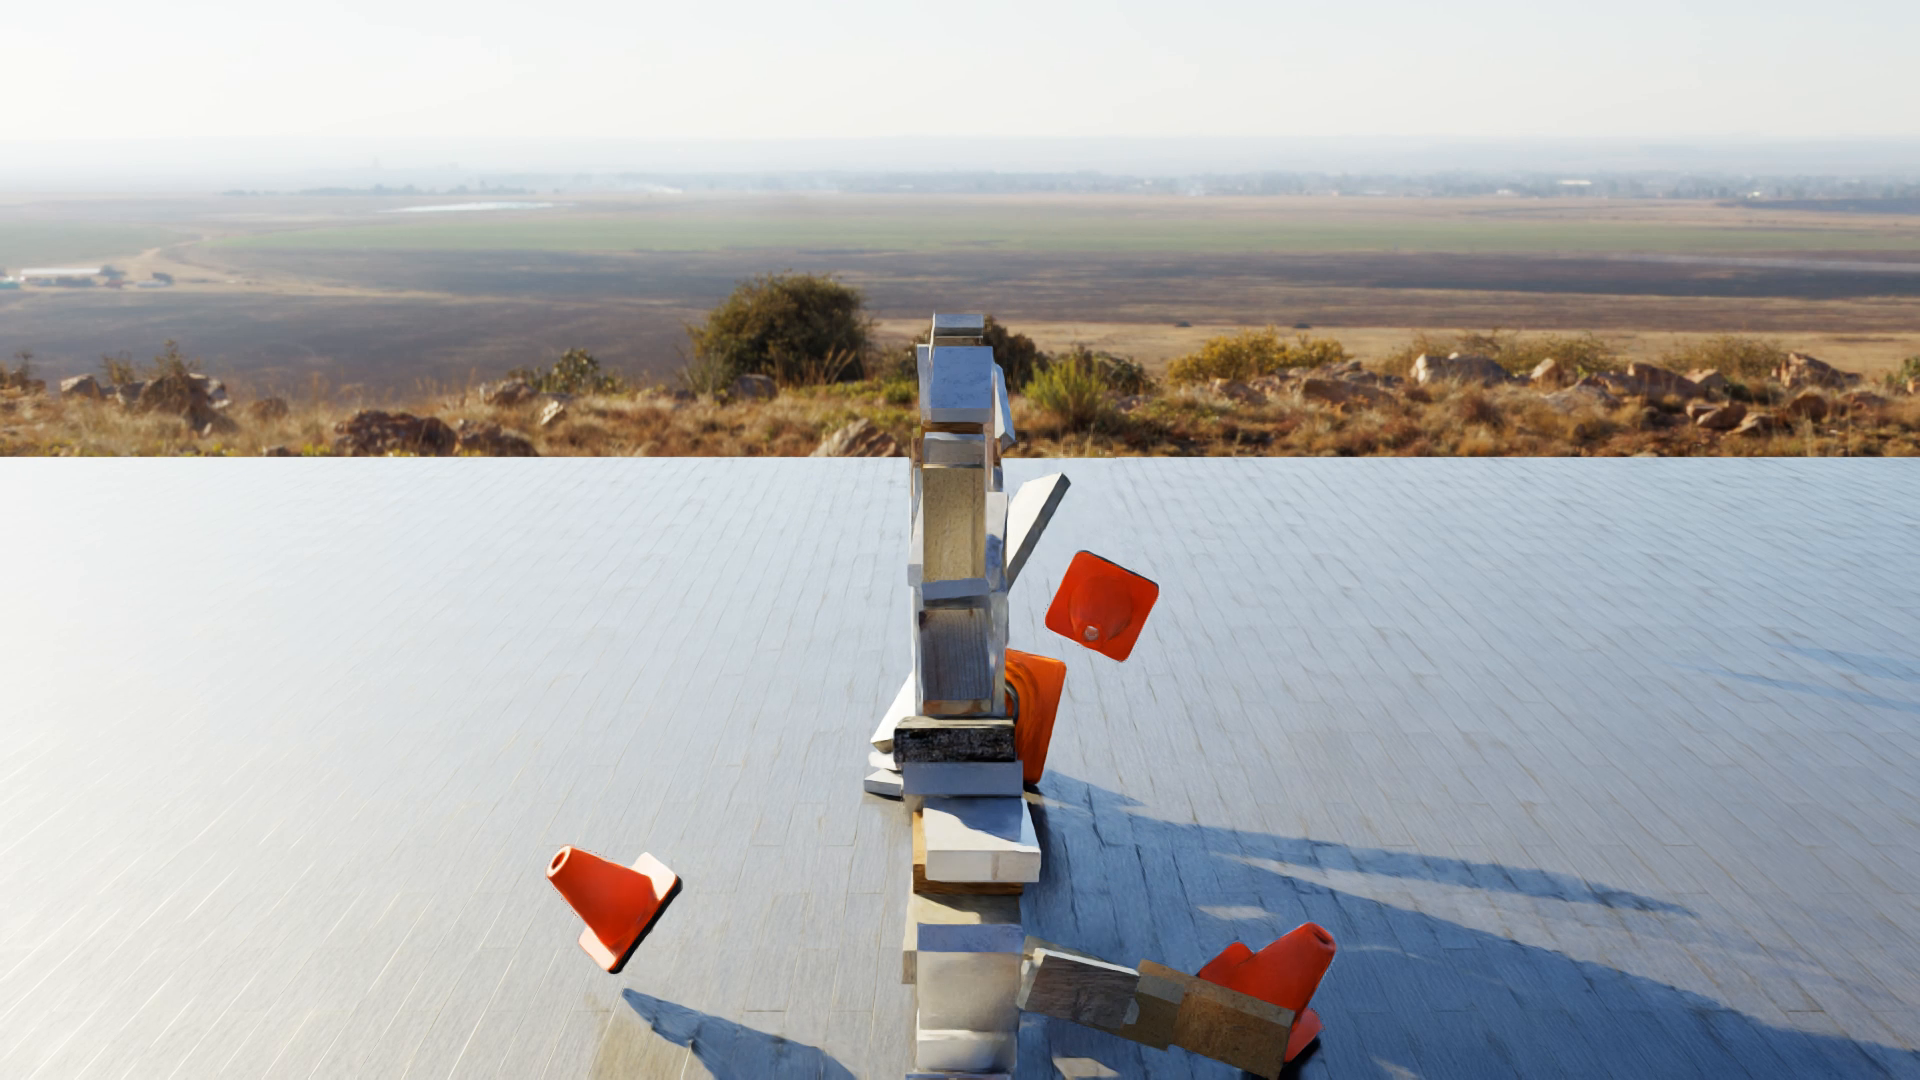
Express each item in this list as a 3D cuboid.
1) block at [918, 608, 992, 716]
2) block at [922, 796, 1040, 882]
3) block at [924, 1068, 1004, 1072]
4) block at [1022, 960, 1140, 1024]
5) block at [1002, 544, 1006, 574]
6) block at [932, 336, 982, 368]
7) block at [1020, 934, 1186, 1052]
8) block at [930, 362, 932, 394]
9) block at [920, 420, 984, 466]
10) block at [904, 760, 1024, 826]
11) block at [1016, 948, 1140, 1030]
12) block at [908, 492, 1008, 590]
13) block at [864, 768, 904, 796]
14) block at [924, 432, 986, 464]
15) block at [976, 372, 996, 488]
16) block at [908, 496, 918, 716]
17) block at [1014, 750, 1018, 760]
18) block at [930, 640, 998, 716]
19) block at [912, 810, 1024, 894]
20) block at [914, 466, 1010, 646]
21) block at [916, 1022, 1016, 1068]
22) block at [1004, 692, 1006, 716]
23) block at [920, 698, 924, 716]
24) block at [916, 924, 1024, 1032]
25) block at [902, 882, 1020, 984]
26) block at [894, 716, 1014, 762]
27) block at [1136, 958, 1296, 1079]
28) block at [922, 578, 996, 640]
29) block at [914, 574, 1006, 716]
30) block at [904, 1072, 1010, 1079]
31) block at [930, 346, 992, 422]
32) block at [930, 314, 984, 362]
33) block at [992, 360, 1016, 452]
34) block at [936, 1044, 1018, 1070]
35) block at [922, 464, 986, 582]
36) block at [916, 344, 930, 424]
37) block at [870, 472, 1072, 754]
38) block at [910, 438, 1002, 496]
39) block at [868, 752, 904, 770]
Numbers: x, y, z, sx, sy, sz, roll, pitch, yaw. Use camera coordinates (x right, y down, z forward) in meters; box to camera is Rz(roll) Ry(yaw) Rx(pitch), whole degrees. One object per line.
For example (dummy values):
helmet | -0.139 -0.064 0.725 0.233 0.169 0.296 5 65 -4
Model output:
block | -0.008 0.182 3.308 0.101 0.029 0.203 -2 39 -1
block | 0.025 0.412 3.041 0.149 0.042 0.299 1 7 -2
block | 0.004 0.682 2.904 0.102 0.029 0.203 0 -10 0
block | 0.139 0.529 2.574 0.133 0.067 0.019 2 41 32
block | 0.006 0.116 3.936 0.153 0.305 0.043 0 17 0
block | -0.004 -0.290 4.123 0.091 0.183 0.026 -1 12 -3
block | 0.163 0.541 2.622 0.196 0.098 0.028 17 44 9
block | -0.011 -0.253 4.240 0.091 0.183 0.026 -1 11 -3
block | -0.011 -0.103 3.694 0.101 0.202 0.029 5 31 11
block | 0.002 0.396 3.402 0.171 0.049 0.499 0 -13 -1
block | 0.132 0.499 2.443 0.133 0.067 0.019 18 5 -29
block | 0.000 -0.003 3.772 0.153 0.043 0.305 1 25 3
block | -0.109 0.462 4.294 0.085 0.024 0.171 5 12 25
block | -0.007 -0.079 3.645 0.100 0.200 0.028 3 25 7
block | 0.009 -0.193 3.824 0.101 0.202 0.029 3 20 4
block | -0.010 0.175 4.299 0.167 0.535 0.047 1 -20 -7
block | 0.001 0.378 3.583 0.171 0.049 0.343 0 -10 -1
block | 0.004 0.217 3.473 0.101 0.029 0.202 0 24 4
block | 0.008 0.442 3.134 0.149 0.042 0.299 1 7 -1
block | 0.002 0.030 4.101 0.167 0.334 0.047 -1 -15 -3
block | 0.007 0.605 2.718 0.118 0.034 0.237 0 1 0
block | 0.007 0.250 4.051 0.145 0.041 0.290 0 30 -1
block | -0.006 0.223 3.531 0.100 0.028 0.201 0 24 4
block | 0.011 0.509 2.545 0.118 0.034 0.237 1 -34 1
block | 0.006 0.504 2.980 0.149 0.042 0.489 1 7 1
block | -0.005 0.297 3.296 0.171 0.049 0.343 0 -2 1
block | 0.305 0.587 2.692 0.196 0.098 0.028 17 38 15
block | -0.001 0.113 3.439 0.101 0.029 0.202 -5 -23 2
block | 0.001 0.240 3.819 0.153 0.444 0.043 -1 41 -1
block | -0.001 0.664 2.669 0.118 0.034 0.469 0 -13 0
block | 0.004 -0.265 3.725 0.101 0.029 0.202 1 35 2
block | -0.008 -0.380 4.169 0.091 0.026 0.183 0 -18 -4
block | 0.044 -0.249 4.439 0.118 0.033 0.236 -36 36 23
block | 0.009 0.634 2.823 0.102 0.029 0.203 0 4 -7
block | -0.010 -0.022 3.593 0.100 0.200 0.028 1 14 4
block | -0.019 -0.266 4.303 0.118 0.236 0.033 -3 12 2
block | 0.031 0.138 4.520 0.118 0.033 0.753 -15 34 45
block | -0.011 -0.133 4.260 0.167 0.047 0.334 0 -12 -2
block | -0.114 0.424 4.320 0.086 0.024 0.171 -16 3 -19
